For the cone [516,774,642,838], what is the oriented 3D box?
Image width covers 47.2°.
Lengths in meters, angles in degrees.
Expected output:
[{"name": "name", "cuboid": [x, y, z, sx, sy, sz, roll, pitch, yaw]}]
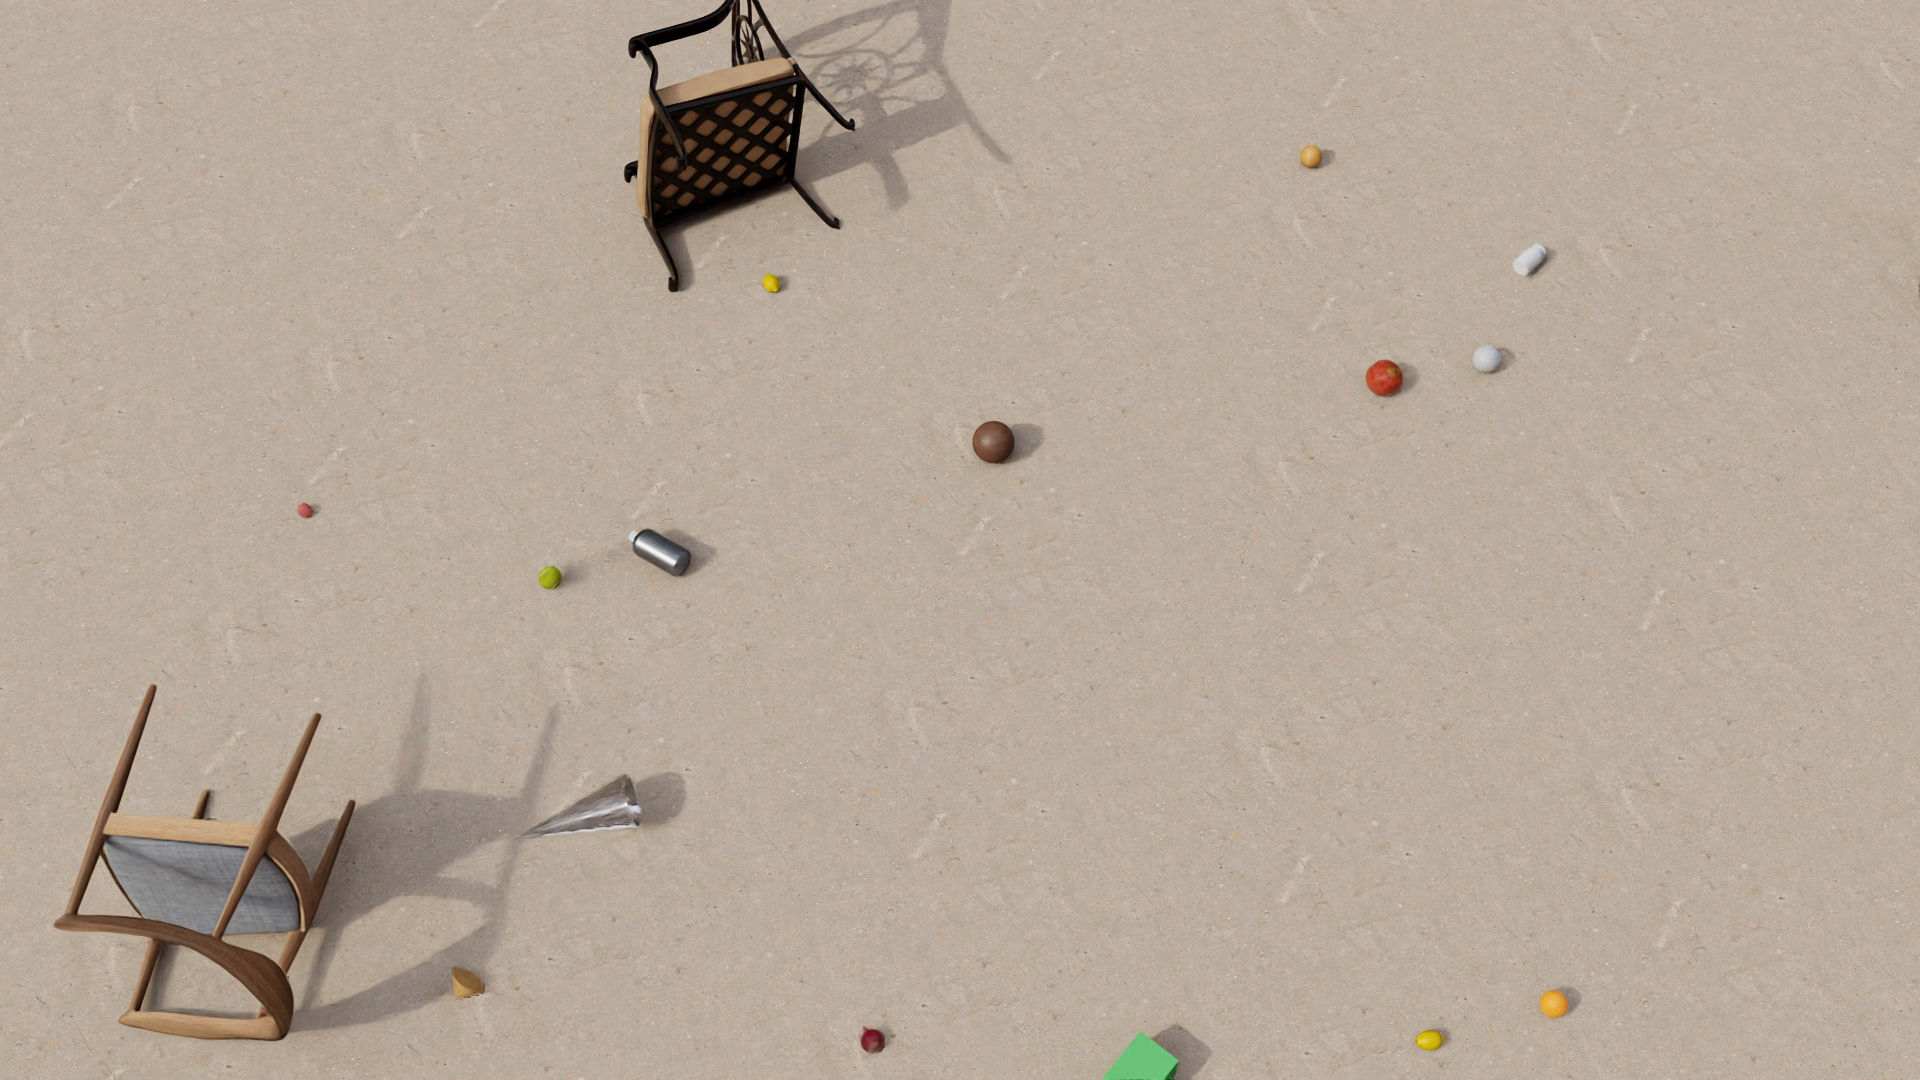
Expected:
[{"name": "cone", "cuboid": [-1.061, 0.765, 6.019, 0.345, 0.138, 0.162, -18, 36, 2]}]

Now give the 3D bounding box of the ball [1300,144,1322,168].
[{"name": "ball", "cuboid": [1.181, -1.291, 7.395, 0.076, 0.076, 0.076, 0, 56, 0]}]

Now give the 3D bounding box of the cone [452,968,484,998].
[{"name": "cone", "cuboid": [-1.308, 1.176, 5.762, 0.095, 0.093, 0.065, 38, 100, 4]}]

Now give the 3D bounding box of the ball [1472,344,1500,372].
[{"name": "ball", "cuboid": [1.652, -0.569, 6.903, 0.088, 0.088, 0.088, 0, 56, 0]}]

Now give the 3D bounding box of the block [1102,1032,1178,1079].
[{"name": "block", "cuboid": [0.429, 1.394, 5.577, 0.121, 0.102, 0.249, 34, 63, 21]}]
